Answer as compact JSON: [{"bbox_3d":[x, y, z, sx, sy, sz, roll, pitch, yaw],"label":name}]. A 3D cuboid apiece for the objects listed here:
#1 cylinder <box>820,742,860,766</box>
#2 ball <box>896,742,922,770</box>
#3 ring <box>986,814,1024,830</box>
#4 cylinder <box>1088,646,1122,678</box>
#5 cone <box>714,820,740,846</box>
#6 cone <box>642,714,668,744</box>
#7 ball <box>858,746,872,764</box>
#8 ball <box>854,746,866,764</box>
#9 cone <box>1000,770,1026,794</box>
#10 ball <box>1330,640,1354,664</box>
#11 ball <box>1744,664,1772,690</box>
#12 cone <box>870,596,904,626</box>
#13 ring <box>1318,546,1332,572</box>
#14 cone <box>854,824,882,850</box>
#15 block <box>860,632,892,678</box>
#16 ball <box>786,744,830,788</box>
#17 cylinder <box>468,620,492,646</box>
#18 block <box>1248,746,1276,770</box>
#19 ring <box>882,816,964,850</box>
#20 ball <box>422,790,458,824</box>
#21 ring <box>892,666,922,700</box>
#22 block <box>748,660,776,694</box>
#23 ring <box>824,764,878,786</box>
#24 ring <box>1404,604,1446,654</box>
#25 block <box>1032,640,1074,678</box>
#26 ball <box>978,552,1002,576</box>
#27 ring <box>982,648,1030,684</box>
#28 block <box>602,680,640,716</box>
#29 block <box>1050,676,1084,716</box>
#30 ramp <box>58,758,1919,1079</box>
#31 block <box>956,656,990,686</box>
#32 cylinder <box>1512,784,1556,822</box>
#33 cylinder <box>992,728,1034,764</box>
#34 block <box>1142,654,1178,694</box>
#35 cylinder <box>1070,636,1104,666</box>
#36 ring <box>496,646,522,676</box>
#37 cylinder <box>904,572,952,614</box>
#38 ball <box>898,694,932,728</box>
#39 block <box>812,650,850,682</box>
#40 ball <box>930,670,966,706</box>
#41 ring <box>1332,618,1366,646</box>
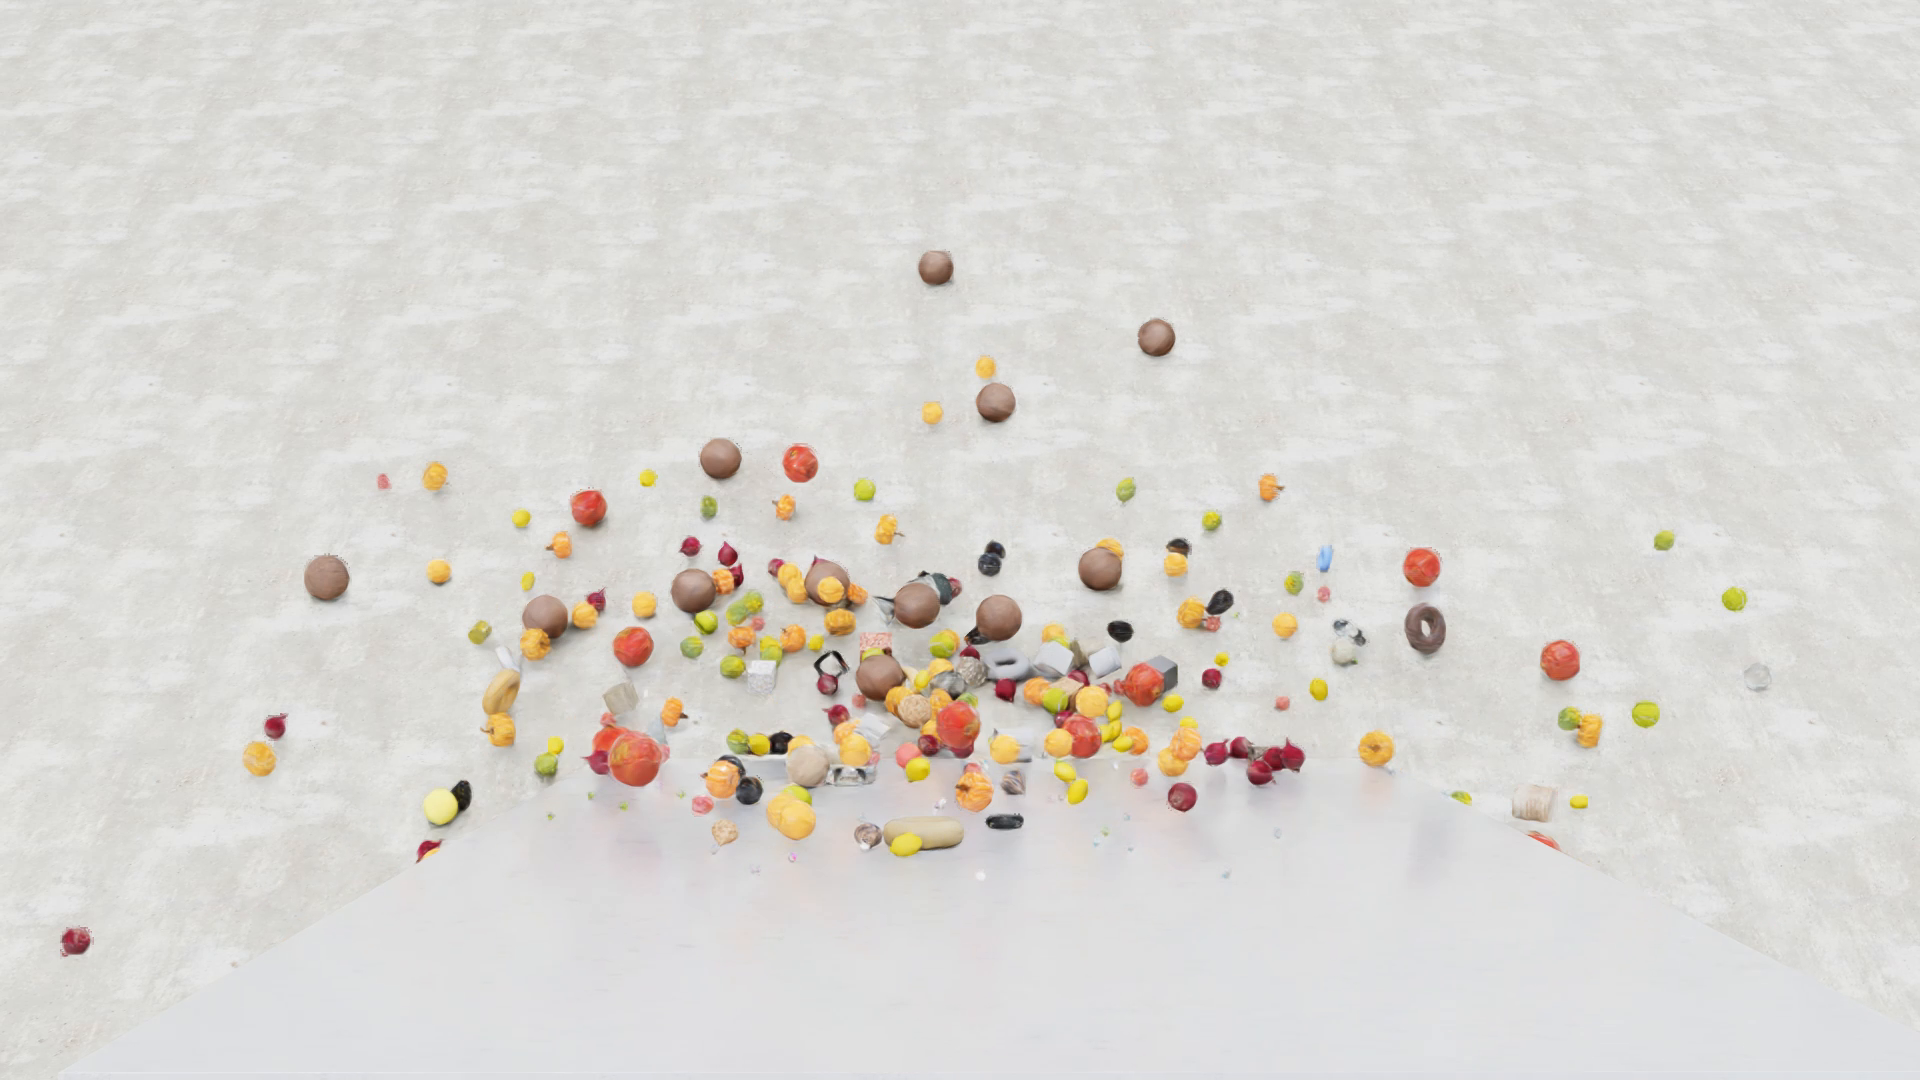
[{"bbox_3d":[-0.286,0.516,6.075,0.075,0.075,0.075,13,25,-24],"label":"cylinder"},{"bbox_3d":[-0.125,0.528,6.313,0.066,0.066,0.066,0,31,0],"label":"ball"},{"bbox_3d":[0.087,0.544,5.007,0.075,0.025,0.075,-1,0,0],"label":"ring"},{"bbox_3d":[0.397,0.331,7.055,0.068,0.068,0.068,-27,25,18],"label":"cylinder"},{"bbox_3d":[-0.433,0.545,4.723,0.051,0.051,0.051,8,48,14],"label":"cone"},{"bbox_3d":[-0.697,0.431,5.958,0.063,0.063,0.063,12,4,-1],"label":"cone"},{"bbox_3d":[-0.244,0.536,6.442,0.050,0.050,0.050,0,31,0],"label":"ball"},{"bbox_3d":[-0.259,0.532,6.321,0.058,0.058,0.058,0,31,0],"label":"ball"},{"bbox_3d":[0.130,0.545,5.694,0.060,0.060,0.060,-13,32,-21],"label":"cone"},{"bbox_3d":[1.063,0.311,7.199,0.070,0.070,0.070,0,31,0],"label":"ball"},{"bbox_3d":[2.183,0.374,7.088,0.073,0.073,0.073,0,31,0],"label":"ball"},{"bbox_3d":[-0.220,0.183,7.361,0.090,0.090,0.090,33,37,5],"label":"cone"},{"bbox_3d":[1.076,0.056,7.629,0.025,0.075,0.075,6,30,-8],"label":"ring"},{"bbox_3d":[-0.167,0.544,4.645,0.052,0.052,0.052,0,20,0],"label":"cone"},{"bbox_3d":[-0.233,0.317,7.169,0.088,0.088,0.088,-2,31,-3],"label":"block"},{"bbox_3d":[-0.344,0.511,5.862,0.097,0.097,0.097,0,31,0],"label":"ball"},{"bbox_3d":[-1.348,0.261,7.265,0.051,0.051,0.051,7,26,11],"label":"cylinder"},{"bbox_3d":[0.737,0.533,6.331,0.055,0.055,0.055,0,0,-6],"label":"block"},{"bbox_3d":[-0.067,0.532,4.697,0.149,0.050,0.149,-1,0,0],"label":"ring"},{"bbox_3d":[-1.314,0.674,6.546,0.088,0.088,0.088,0,31,0],"label":"ball"},{"bbox_3d":[-0.143,0.392,7.024,0.034,0.101,0.101,0,22,-46],"label":"ring"},{"bbox_3d":[-0.542,0.376,7.093,0.065,0.065,0.065,4,31,7],"label":"block"},{"bbox_3d":[-0.253,0.539,5.936,0.129,0.043,0.129,-1,1,0],"label":"ring"},{"bbox_3d":[1.298,0.247,7.218,0.143,0.143,0.048,-24,4,-34],"label":"ring"},{"bbox_3d":[0.257,0.329,7.111,0.070,0.070,0.070,-22,38,61],"label":"block"},{"bbox_3d":[0.087,0.071,7.604,0.072,0.072,0.072,0,31,0],"label":"ball"},{"bbox_3d":[0.125,0.347,7.161,0.141,0.047,0.141,-1,31,1],"label":"ring"},{"bbox_3d":[-0.908,0.425,6.939,0.064,0.064,0.064,-19,13,17],"label":"block"},{"bbox_3d":[0.290,0.422,7.013,0.067,0.067,0.067,21,36,31],"label":"block"},{"bbox_3d":[0.068,0.606,4.671,2.000,0.100,4.000,0,0,0],"label":"ramp"},{"bbox_3d":[0.034,0.359,7.102,0.061,0.061,0.061,26,6,37],"label":"block"},{"bbox_3d":[1.227,0.562,5.532,0.076,0.076,0.076,4,29,29],"label":"cylinder"},{"bbox_3d":[0.133,0.518,6.528,0.088,0.088,0.088,0,30,-11],"label":"cylinder"},{"bbox_3d":[0.548,0.369,7.100,0.070,0.070,0.070,-25,39,-36],"label":"block"},{"bbox_3d":[0.355,0.309,7.189,0.074,0.074,0.074,-7,31,-22],"label":"cylinder"},{"bbox_3d":[-1.244,0.336,7.133,0.033,0.100,0.100,-31,35,0],"label":"ring"},{"bbox_3d":[-0.091,0.150,7.364,0.098,0.098,0.098,-18,18,34],"label":"cylinder"},{"bbox_3d":[-0.113,0.430,6.506,0.086,0.086,0.086,0,31,0],"label":"ball"},{"bbox_3d":[-0.352,0.348,7.099,0.061,0.061,0.061,54,16,18],"label":"block"},{"bbox_3d":[-0.034,0.403,7.014,0.099,0.099,0.099,0,31,0],"label":"ball"},{"bbox_3d":[1.082,0.257,7.188,0.107,0.107,0.036,27,78,38],"label":"ring"}]
